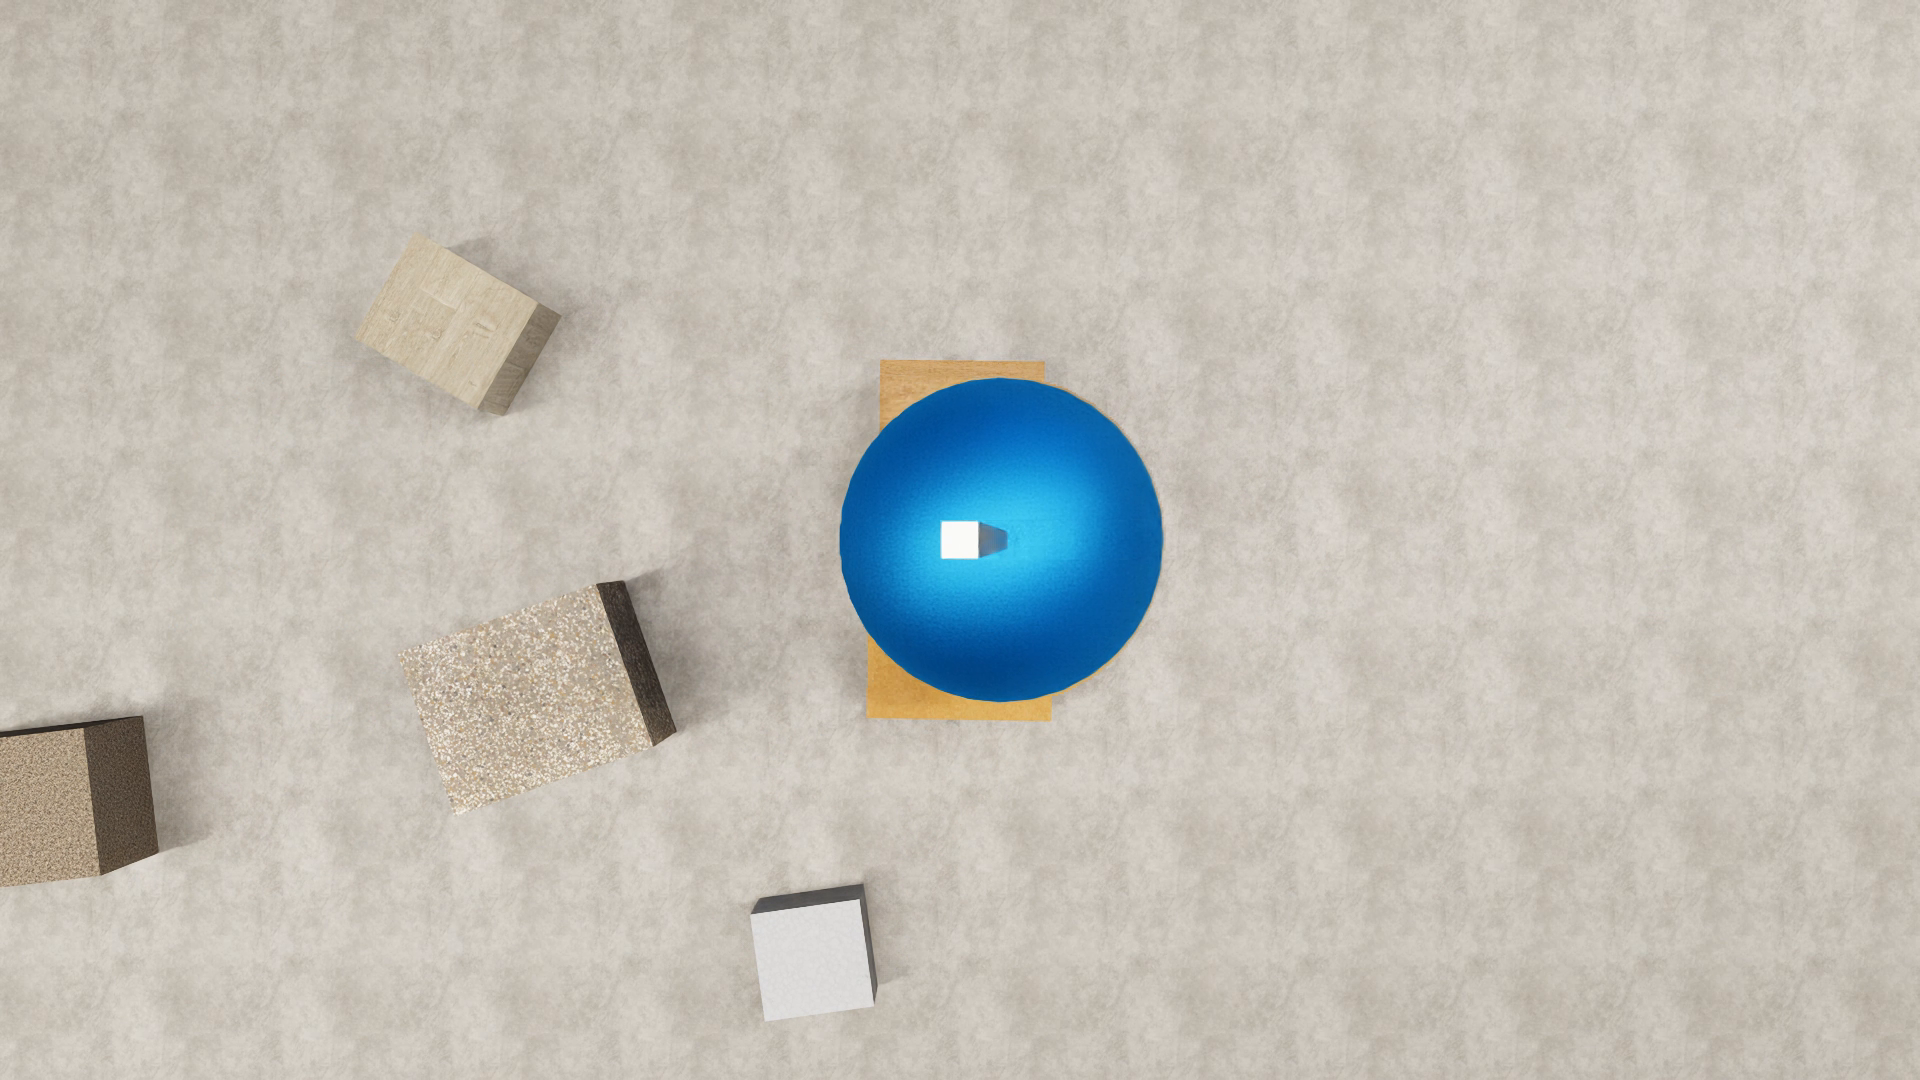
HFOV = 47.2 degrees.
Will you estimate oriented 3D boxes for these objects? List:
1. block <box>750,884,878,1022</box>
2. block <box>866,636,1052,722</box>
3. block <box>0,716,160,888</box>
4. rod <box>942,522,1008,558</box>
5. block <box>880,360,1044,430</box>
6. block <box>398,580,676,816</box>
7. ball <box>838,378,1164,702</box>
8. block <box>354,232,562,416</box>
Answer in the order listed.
[{"bbox_3d":[-0.836,2.376,12.712,0.623,0.577,0.610,-8,90,0],"label":"block"},{"bbox_3d":[0.003,0.482,12.561,1.019,0.877,1.017,1,90,0],"label":"block"},{"bbox_3d":[-5.232,1.496,12.556,0.906,0.888,0.820,-7,90,0],"label":"block"},{"bbox_3d":[0.088,0.000,7.428,0.080,5.200,0.080,0,90,2],"label":"rod"},{"bbox_3d":[0.008,-0.508,12.487,0.896,1.026,0.938,1,90,0],"label":"block"},{"bbox_3d":[-2.372,0.874,12.499,1.148,1.001,0.948,-19,90,0],"label":"block"},{"bbox_3d":[0.202,0.000,10.826,1.600,1.600,1.600,0,90,0],"label":"ball"},{"bbox_3d":[-2.869,-1.228,12.637,0.797,0.725,0.688,30,90,0],"label":"block"}]
